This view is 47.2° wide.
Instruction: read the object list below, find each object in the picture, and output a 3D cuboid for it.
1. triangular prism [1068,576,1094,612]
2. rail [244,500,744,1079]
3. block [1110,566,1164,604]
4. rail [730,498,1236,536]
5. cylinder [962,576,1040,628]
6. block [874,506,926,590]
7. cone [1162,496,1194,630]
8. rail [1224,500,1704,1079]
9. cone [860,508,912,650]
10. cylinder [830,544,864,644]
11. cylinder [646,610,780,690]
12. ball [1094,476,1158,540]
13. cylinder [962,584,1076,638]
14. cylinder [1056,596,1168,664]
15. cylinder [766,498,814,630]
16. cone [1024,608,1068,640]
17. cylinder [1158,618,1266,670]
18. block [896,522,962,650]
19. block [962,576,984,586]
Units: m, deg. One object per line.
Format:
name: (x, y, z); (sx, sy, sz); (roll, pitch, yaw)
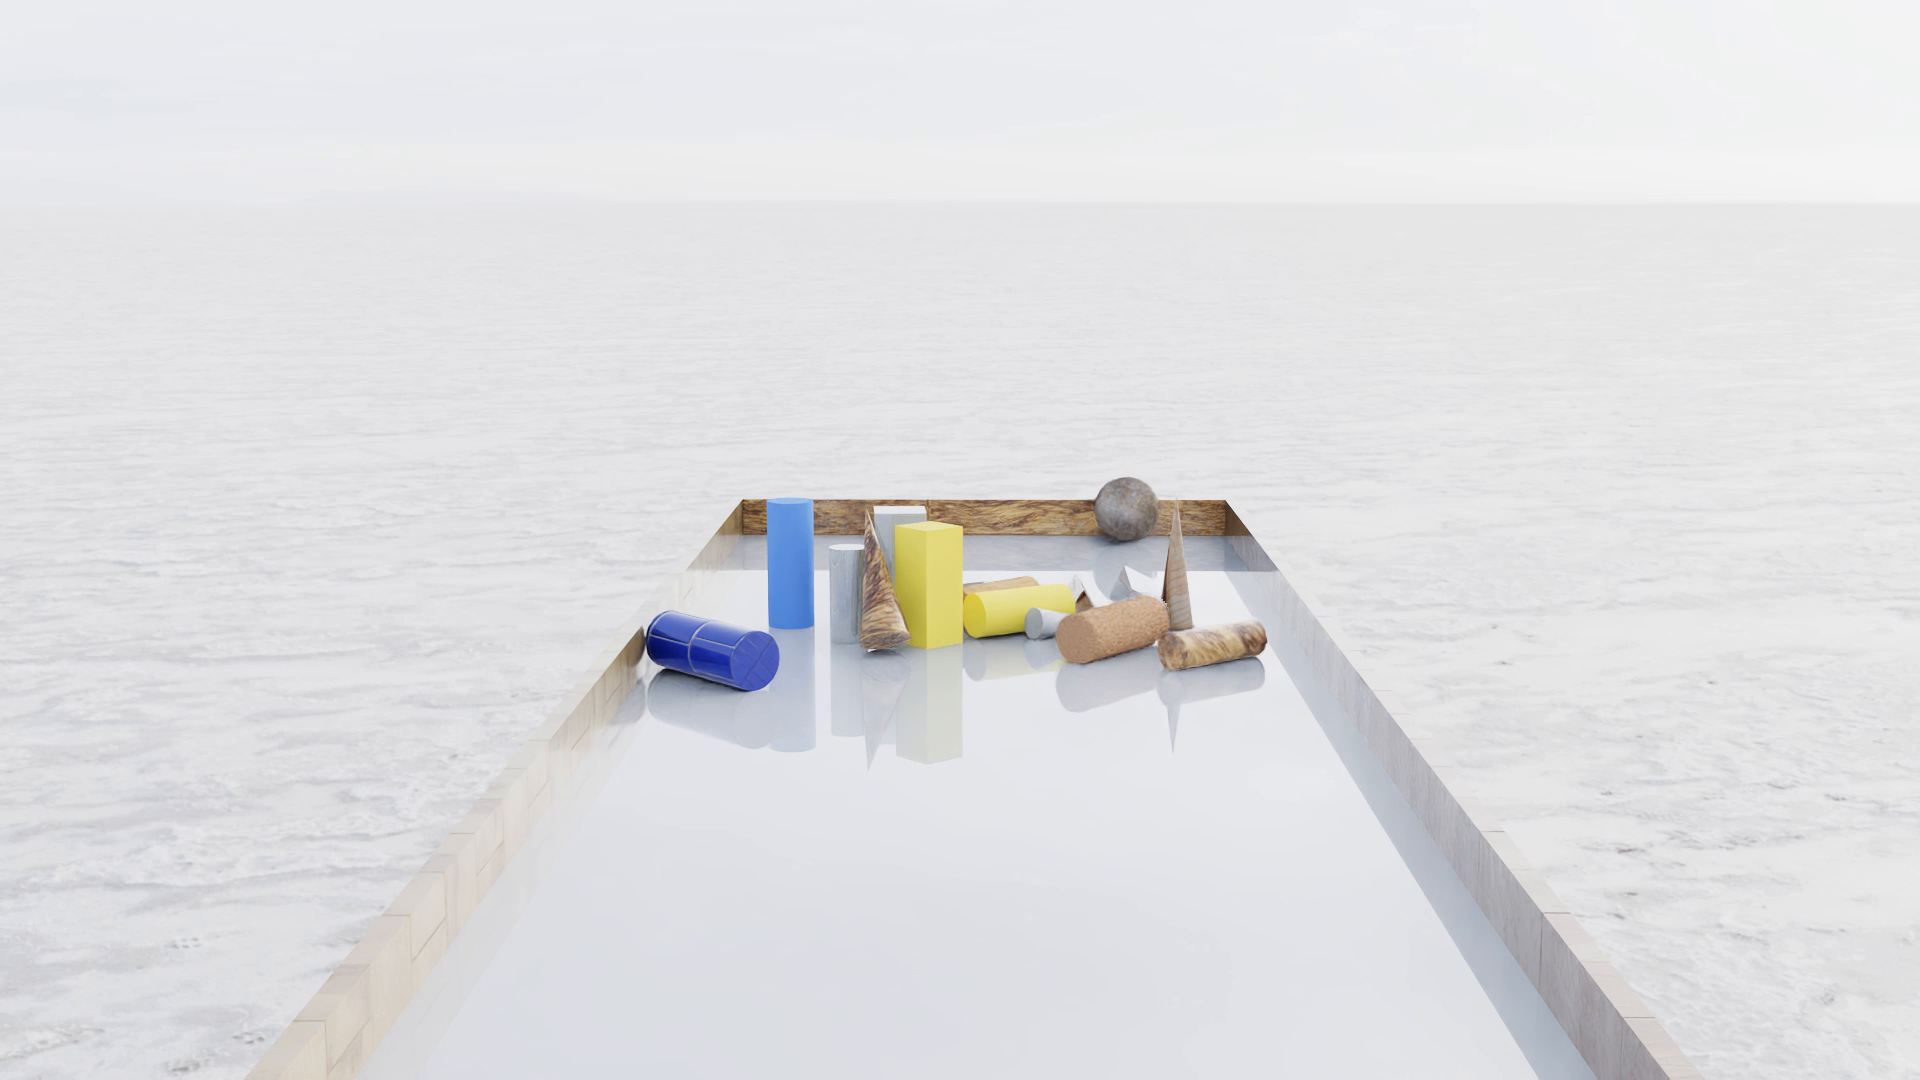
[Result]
triangular prism: (0.403, 0.194, 7.432); (0.121, 0.104, 0.317); (0, 9, -2)
rail: (-1.004, 0.839, 3.234); (0.050, 0.150, 12.000); (0, 9, 1)
block: (0.581, 0.197, 7.279); (0.115, 0.115, 0.452); (26, 9, -3)
rail: (0.099, -0.098, 9.147); (2.100, 0.150, 0.050); (0, 9, 1)
cylinder: (0.112, 0.205, 7.289); (0.331, 0.133, 0.133); (-9, 12, -44)
block: (-0.197, 0.090, 7.216); (0.168, 0.383, 0.168); (-1, 9, -3)
cone: (0.704, 0.069, 7.174); (0.122, 0.437, 0.122); (0, 9, 0)
rail: (1.046, 0.843, 3.208); (0.050, 0.150, 12.000); (0, 9, 1)
cone: (-0.263, 0.103, 6.855); (0.162, 0.449, 0.162); (-8, -18, -3)
cylinder: (-0.353, 0.171, 6.970); (0.121, 0.301, 0.121); (0, 9, 0)
cylinder: (-0.727, 0.320, 6.436); (0.173, 0.173, 0.430); (-8, 12, -41)
ball: (0.678, -0.127, 8.975); (0.262, 0.262, 0.262); (0, 9, 0)
cylinder: (0.191, 0.227, 7.119); (0.344, 0.143, 0.143); (-6, 11, -31)
cylinder: (0.473, 0.275, 6.789); (0.153, 0.153, 0.394); (7, 11, 38)
cylinder: (-0.555, 0.075, 7.215); (0.152, 0.413, 0.152); (0, 9, 0)
cone: (0.395, 0.275, 7.111); (0.384, 0.103, 0.103); (3, 6, -33)
cylinder: (0.764, 0.316, 6.656); (0.353, 0.113, 0.113); (-7, 11, -38)
block: (-0.098, 0.140, 6.938); (0.151, 0.372, 0.151); (-8, 12, -41)
block: (-0.084, 0.178, 7.485); (0.125, 0.125, 0.407); (-6, 11, -33)
